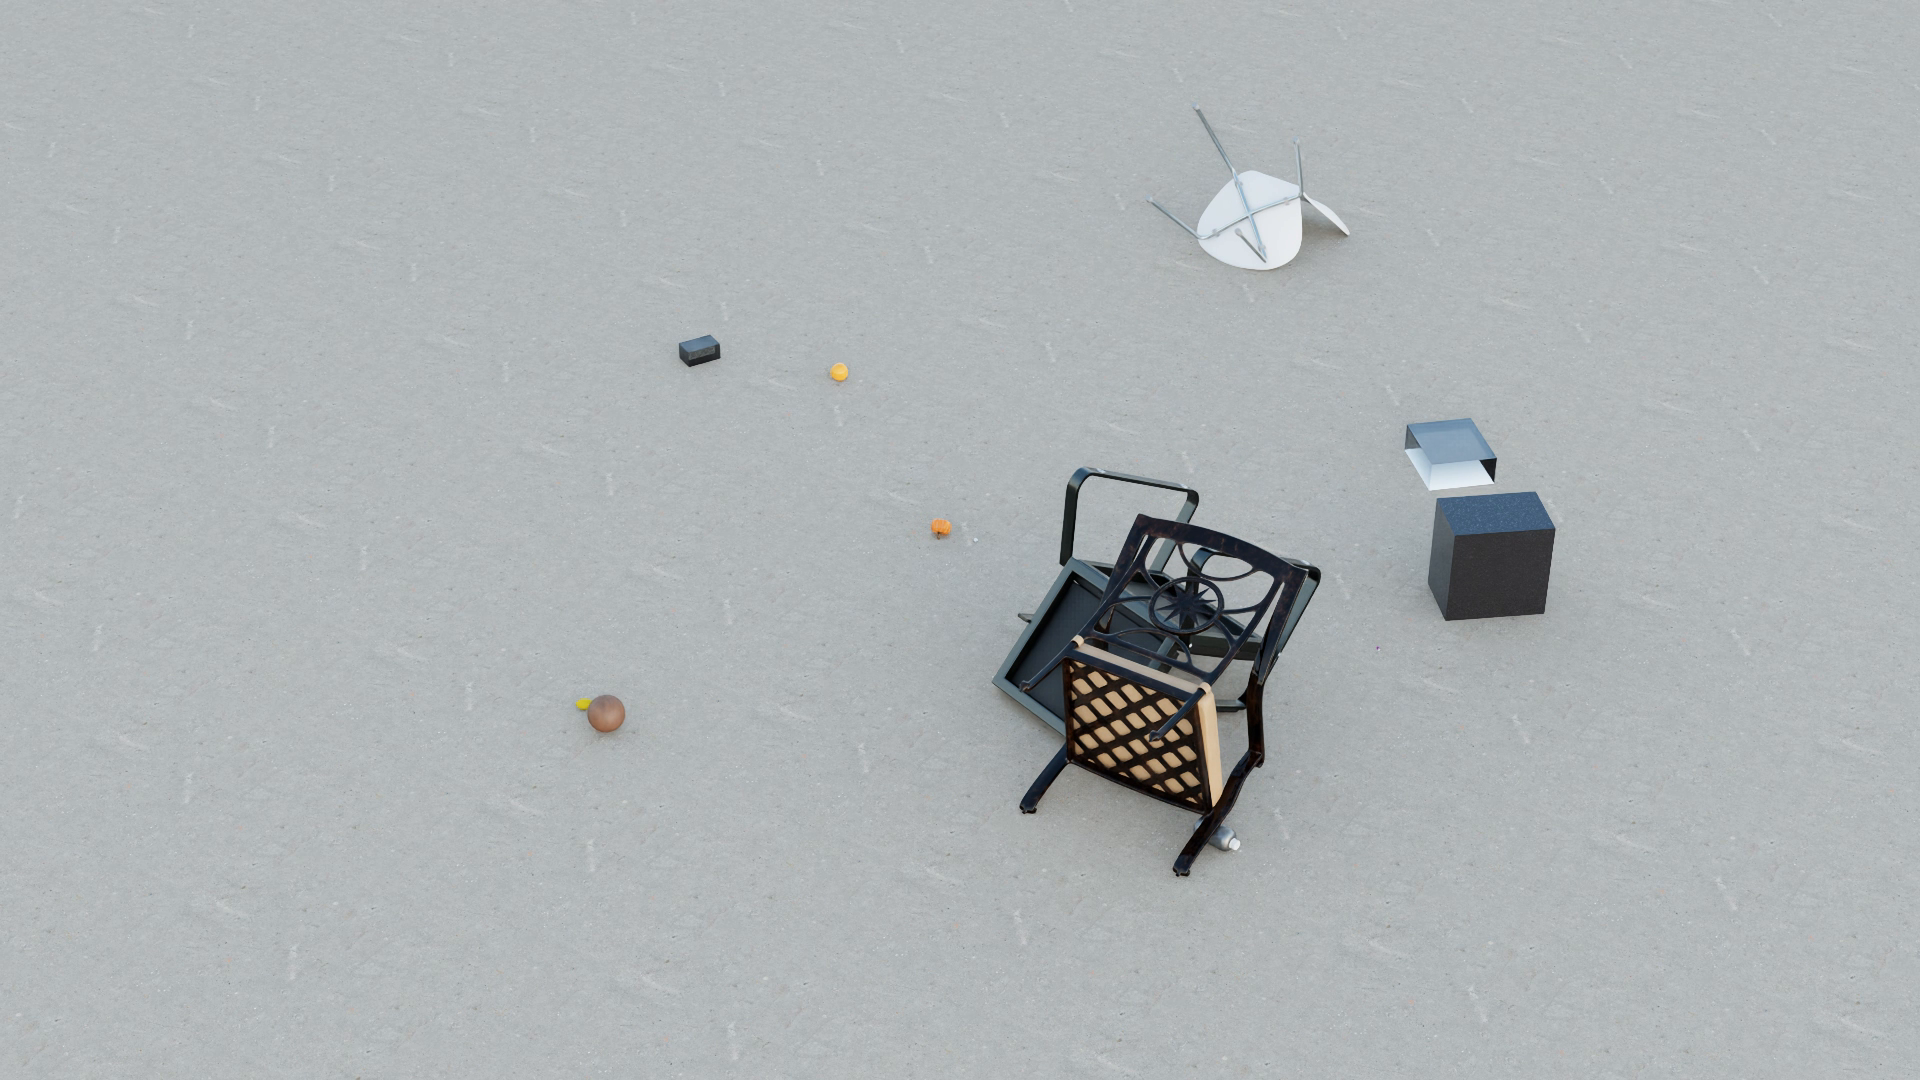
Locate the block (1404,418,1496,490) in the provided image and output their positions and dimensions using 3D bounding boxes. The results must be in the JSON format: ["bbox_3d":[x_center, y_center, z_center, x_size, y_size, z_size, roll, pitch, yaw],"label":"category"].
[{"bbox_3d":[1.897,-0.334,11.345,0.260,0.116,0.303,-6,34,-9],"label":"block"}]

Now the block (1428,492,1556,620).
[{"bbox_3d":[1.904,0.058,10.523,0.365,0.367,0.246,-4,34,-6],"label":"block"}]

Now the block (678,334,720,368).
[{"bbox_3d":[-1.071,-0.778,12.063,0.144,0.069,0.089,-18,37,-25],"label":"block"}]
